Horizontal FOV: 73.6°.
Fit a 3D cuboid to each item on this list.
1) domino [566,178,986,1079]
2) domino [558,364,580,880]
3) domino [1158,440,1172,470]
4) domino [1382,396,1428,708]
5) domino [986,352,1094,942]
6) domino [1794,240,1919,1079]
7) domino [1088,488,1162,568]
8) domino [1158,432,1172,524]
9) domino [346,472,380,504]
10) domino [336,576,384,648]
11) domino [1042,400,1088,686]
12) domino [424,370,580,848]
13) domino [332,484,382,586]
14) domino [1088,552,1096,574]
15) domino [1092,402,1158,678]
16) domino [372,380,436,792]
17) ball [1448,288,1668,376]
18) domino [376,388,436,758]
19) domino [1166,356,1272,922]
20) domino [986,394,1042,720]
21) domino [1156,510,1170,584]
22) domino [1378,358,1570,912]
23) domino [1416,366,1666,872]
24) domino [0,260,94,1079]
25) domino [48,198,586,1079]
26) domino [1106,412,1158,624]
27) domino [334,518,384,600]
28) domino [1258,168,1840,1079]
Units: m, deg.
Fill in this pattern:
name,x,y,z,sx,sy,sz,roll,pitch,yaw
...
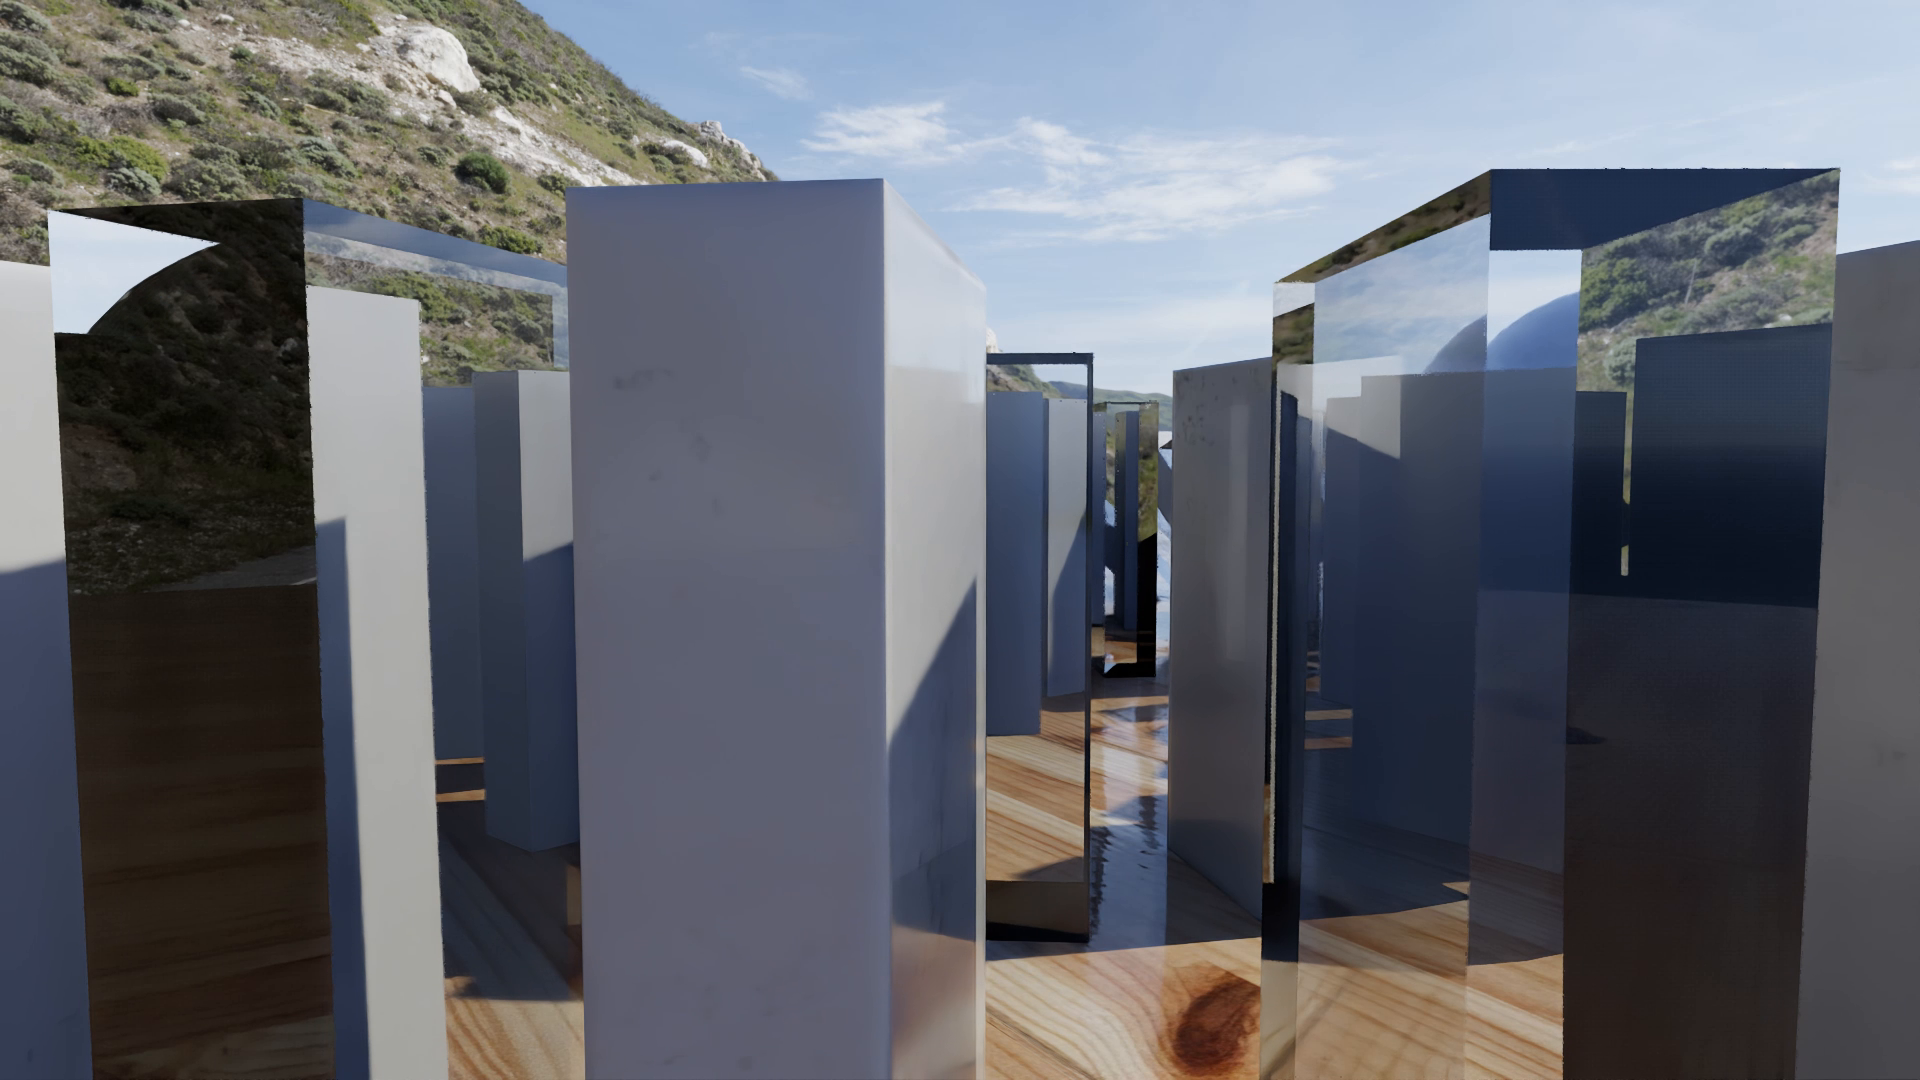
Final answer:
name,x,y,z,sx,sy,sz,roll,pitch,yaw
domino,-0.005,0.014,0.051,0.009,0.050,0.025,1,4,8
domino,-0.028,0.008,0.133,0.009,0.050,0.025,3,5,30
domino,0.080,-0.009,0.379,0.010,0.050,0.025,-37,-13,25
domino,0.081,0.001,0.214,0.025,0.050,0.010,-2,5,-26
domino,0.007,0.009,0.120,0.009,0.050,0.025,0,4,4
domino,0.040,0.014,0.051,0.010,0.050,0.025,-1,4,-8
domino,0.039,-0.007,0.393,0.050,0.009,0.025,44,16,12
domino,0.069,-0.009,0.384,0.009,0.050,0.025,-37,-13,25
domino,-0.119,0.001,0.305,0.025,0.009,0.050,1,-30,37
domino,-0.141,0.007,0.253,0.025,0.009,0.050,2,-24,23
domino,0.011,0.000,0.236,0.009,0.050,0.025,-3,5,-39
domino,-0.046,0.007,0.146,0.010,0.050,0.025,4,6,42
domino,-0.128,0.004,0.290,0.025,0.009,0.050,3,-26,33
domino,0.017,-0.002,0.391,0.050,0.009,0.025,28,5,1
domino,0.030,-0.001,0.244,0.009,0.050,0.025,0,4,-5
domino,-0.061,0.005,0.165,0.025,0.050,0.010,-2,5,-27
ball,0.156,-0.021,0.315,0.080,0.080,0.080,0,4,0
domino,-0.067,0.004,0.180,0.025,0.050,0.010,-1,4,-17
domino,0.029,0.008,0.122,0.009,0.050,0.025,-1,4,-13
domino,0.000,0.002,0.201,0.025,0.050,0.009,0,4,0
domino,0.054,-0.008,0.393,0.050,0.009,0.025,47,21,22
domino,0.046,0.008,0.128,0.009,0.050,0.025,-2,5,-23
domino,0.064,0.007,0.138,0.009,0.050,0.025,-4,6,-39
domino,-0.042,0.013,0.060,0.009,0.050,0.025,2,5,19
domino,-0.022,0.013,0.054,0.009,0.050,0.025,1,4,13
domino,0.042,-0.006,0.315,0.009,0.050,0.025,0,4,1
domino,-0.134,0.005,0.270,0.025,0.009,0.050,1,-27,24
domino,0.019,0.014,0.049,0.009,0.050,0.025,0,4,0
